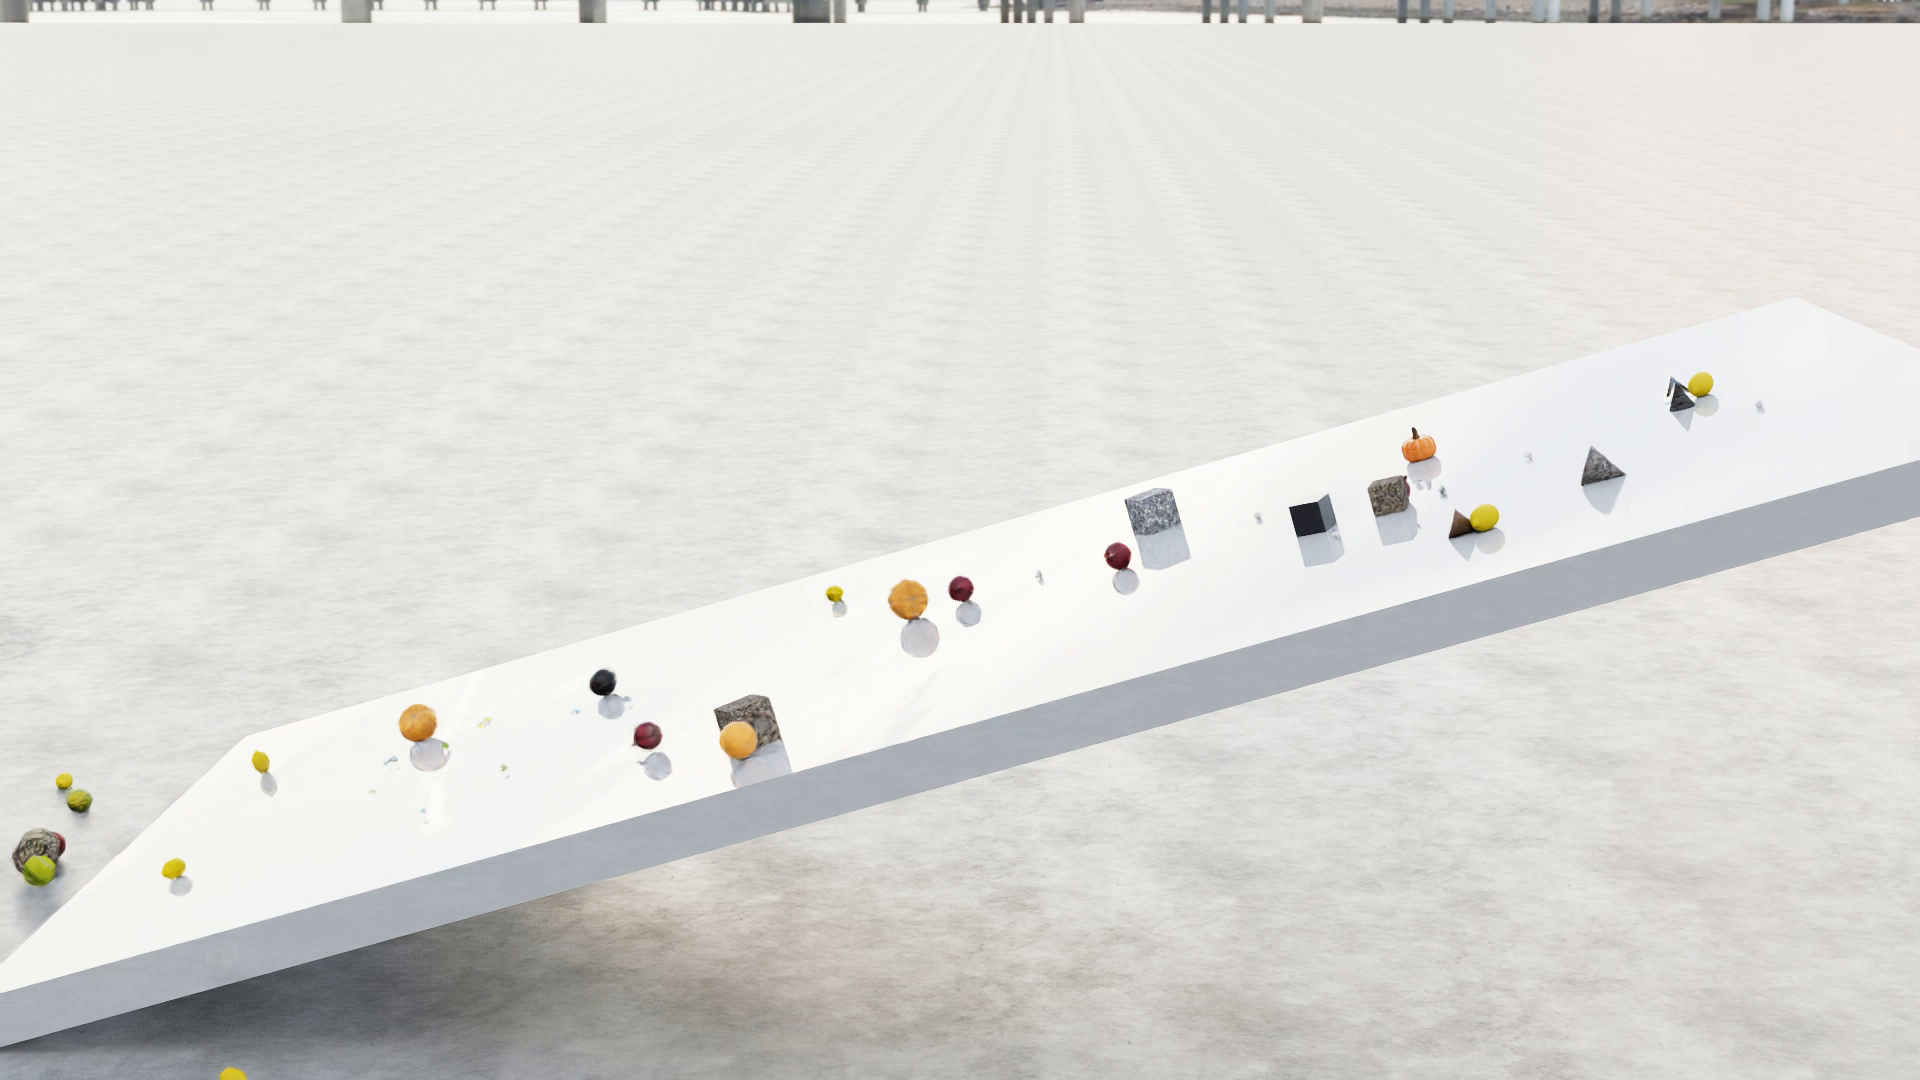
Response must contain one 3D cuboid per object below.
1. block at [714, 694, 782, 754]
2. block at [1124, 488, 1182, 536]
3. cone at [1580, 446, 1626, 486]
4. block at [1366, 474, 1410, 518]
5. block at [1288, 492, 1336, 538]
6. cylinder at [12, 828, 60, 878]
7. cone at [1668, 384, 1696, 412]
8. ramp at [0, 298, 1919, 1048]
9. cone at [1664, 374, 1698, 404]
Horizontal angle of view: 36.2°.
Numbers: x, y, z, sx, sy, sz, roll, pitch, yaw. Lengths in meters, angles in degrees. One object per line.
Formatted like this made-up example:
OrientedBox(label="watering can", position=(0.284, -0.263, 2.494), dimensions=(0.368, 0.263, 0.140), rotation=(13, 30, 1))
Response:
OrientedBox(label="block", position=(-0.410, 0.354, 5.673), dimensions=(0.086, 0.086, 0.086), rotation=(-21, 11, -25))
OrientedBox(label="block", position=(0.433, -0.064, 6.609), dimensions=(0.083, 0.083, 0.083), rotation=(-21, 10, -22))
OrientedBox(label="cone", position=(1.267, -0.137, 5.765), dimensions=(0.082, 0.082, 0.082), rotation=(14, 14, 14))
OrientedBox(label="block", position=(0.884, -0.091, 6.064), dimensions=(0.064, 0.064, 0.064), rotation=(-13, 11, 23))
OrientedBox(label="block", position=(0.731, -0.052, 6.094), dimensions=(0.067, 0.067, 0.067), rotation=(-11, 11, 30))
OrientedBox(label="cylinder", position=(-2.080, 0.704, 6.626), dimensions=(0.089, 0.089, 0.089), rotation=(-1, 11, -7))
OrientedBox(label="cone", position=(1.522, -0.307, 6.227), dimensions=(0.057, 0.057, 0.057), rotation=(-16, 10, 3))
OrientedBox(label="ramp", position=(0.090, 0.187, 6.320), dimensions=(4.000, 0.100, 2.000), rotation=(-16, 10, 5))
OrientedBox(label="cone", position=(1.551, -0.317, 6.317), dimensions=(0.067, 0.067, 0.067), rotation=(12, 13, 8))
